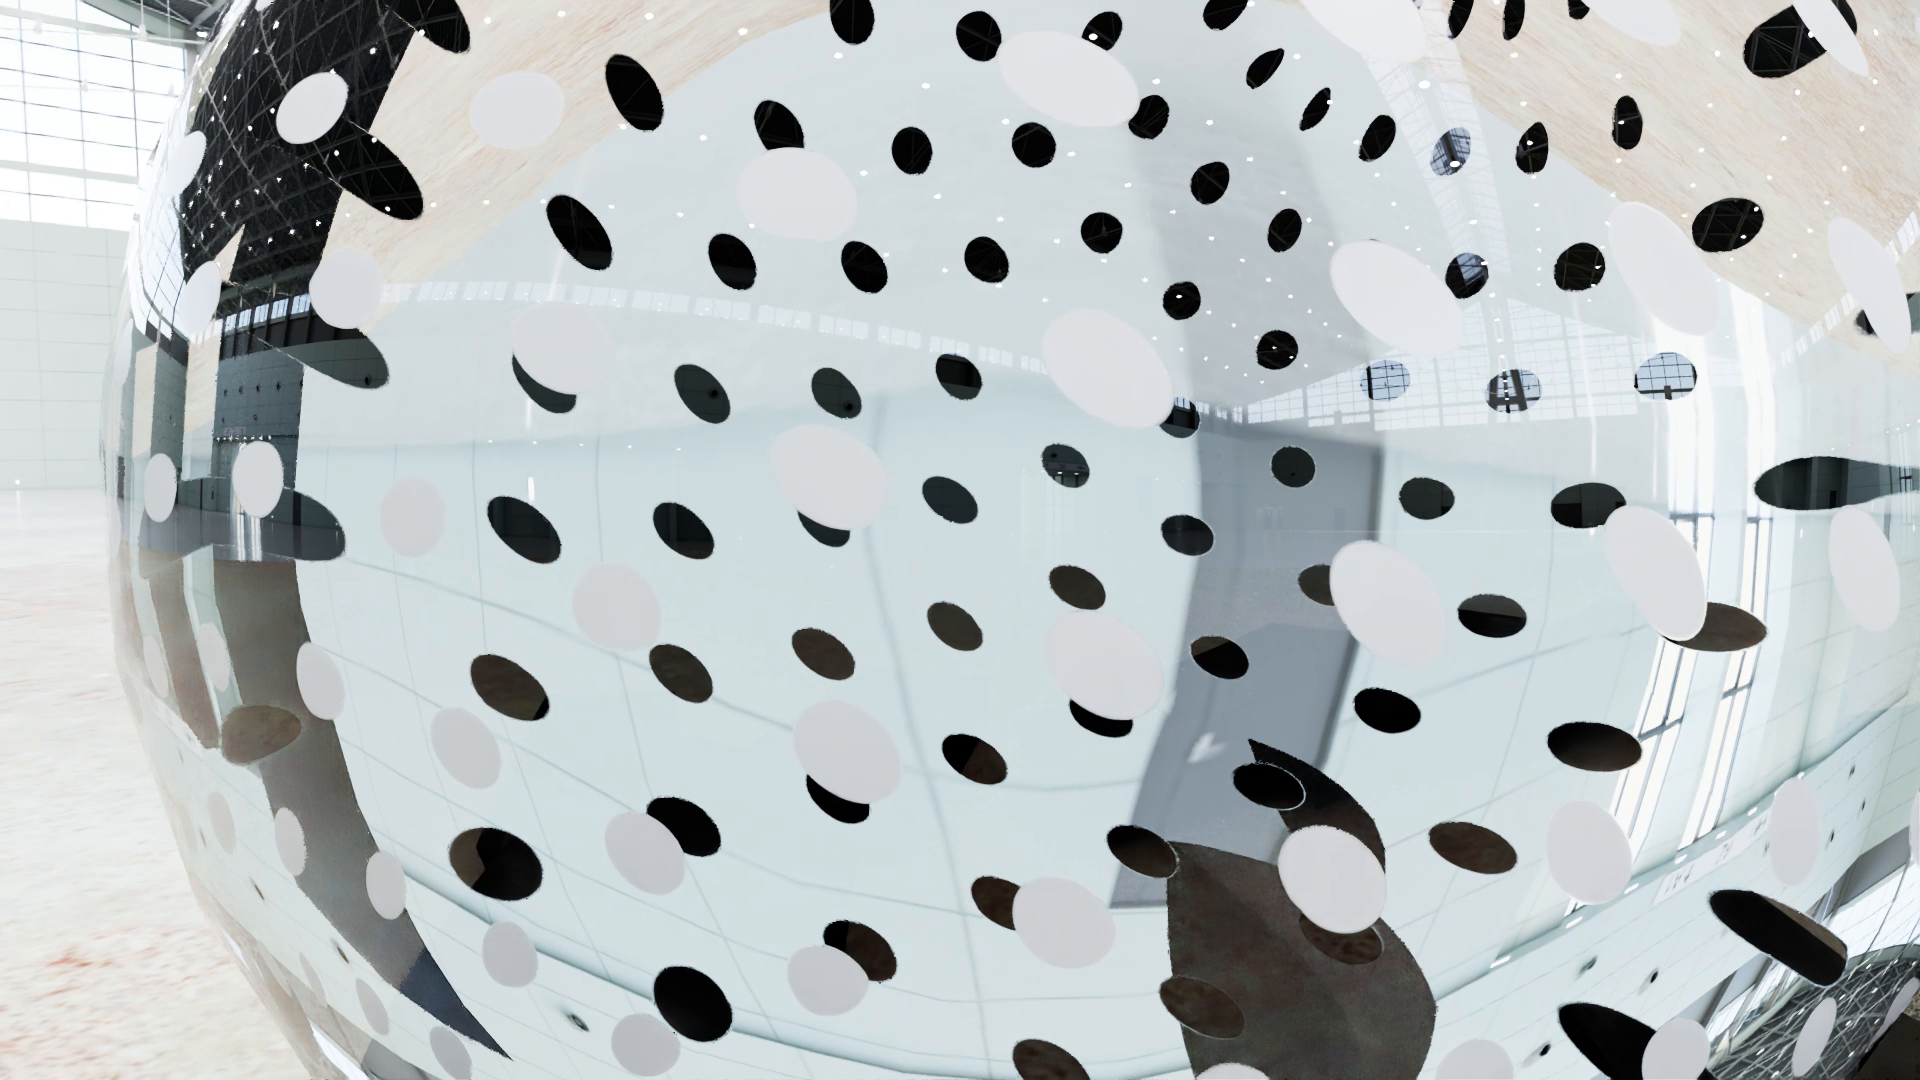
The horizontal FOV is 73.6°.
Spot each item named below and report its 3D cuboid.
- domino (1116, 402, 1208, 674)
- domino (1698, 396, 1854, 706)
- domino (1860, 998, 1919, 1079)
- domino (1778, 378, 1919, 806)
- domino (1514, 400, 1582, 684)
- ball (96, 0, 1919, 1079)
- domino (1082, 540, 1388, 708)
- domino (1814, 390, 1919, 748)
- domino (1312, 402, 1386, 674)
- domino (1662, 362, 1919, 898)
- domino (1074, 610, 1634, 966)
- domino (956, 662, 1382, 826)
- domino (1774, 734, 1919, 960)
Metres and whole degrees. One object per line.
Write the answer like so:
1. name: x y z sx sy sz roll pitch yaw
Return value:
1. domino: 0.039 -0.001 0.250 0.009 0.050 0.025 -1 4 -10
2. domino: 0.137 0.001 0.216 0.025 0.050 0.010 -2 5 -29
3. domino: 0.057 0.024 0.100 0.025 0.009 0.050 -3 20 -31
4. domino: 0.115 0.006 0.154 0.010 0.050 0.025 -4 6 -43
5. domino: 0.109 0.000 0.238 0.009 0.050 0.025 2 5 26
6. ball: 0.004 -0.002 0.066 0.080 0.080 0.080 0 4 0
7. domino: 0.046 0.014 0.220 0.050 0.025 0.009 2 5 21
8. domino: 0.138 0.004 0.181 0.025 0.050 0.010 2 5 25
9. domino: 0.075 -0.001 0.249 0.009 0.050 0.025 1 4 9
10. domino: 0.087 0.008 0.130 0.010 0.050 0.025 -3 5 -37
11. domino: 0.037 0.022 0.130 0.025 0.009 0.050 -3 21 -31
12. domino: 0.026 0.025 0.169 0.050 0.009 0.025 4 6 45
13. domino: 0.078 0.026 0.070 0.025 0.009 0.050 -2 20 -27
